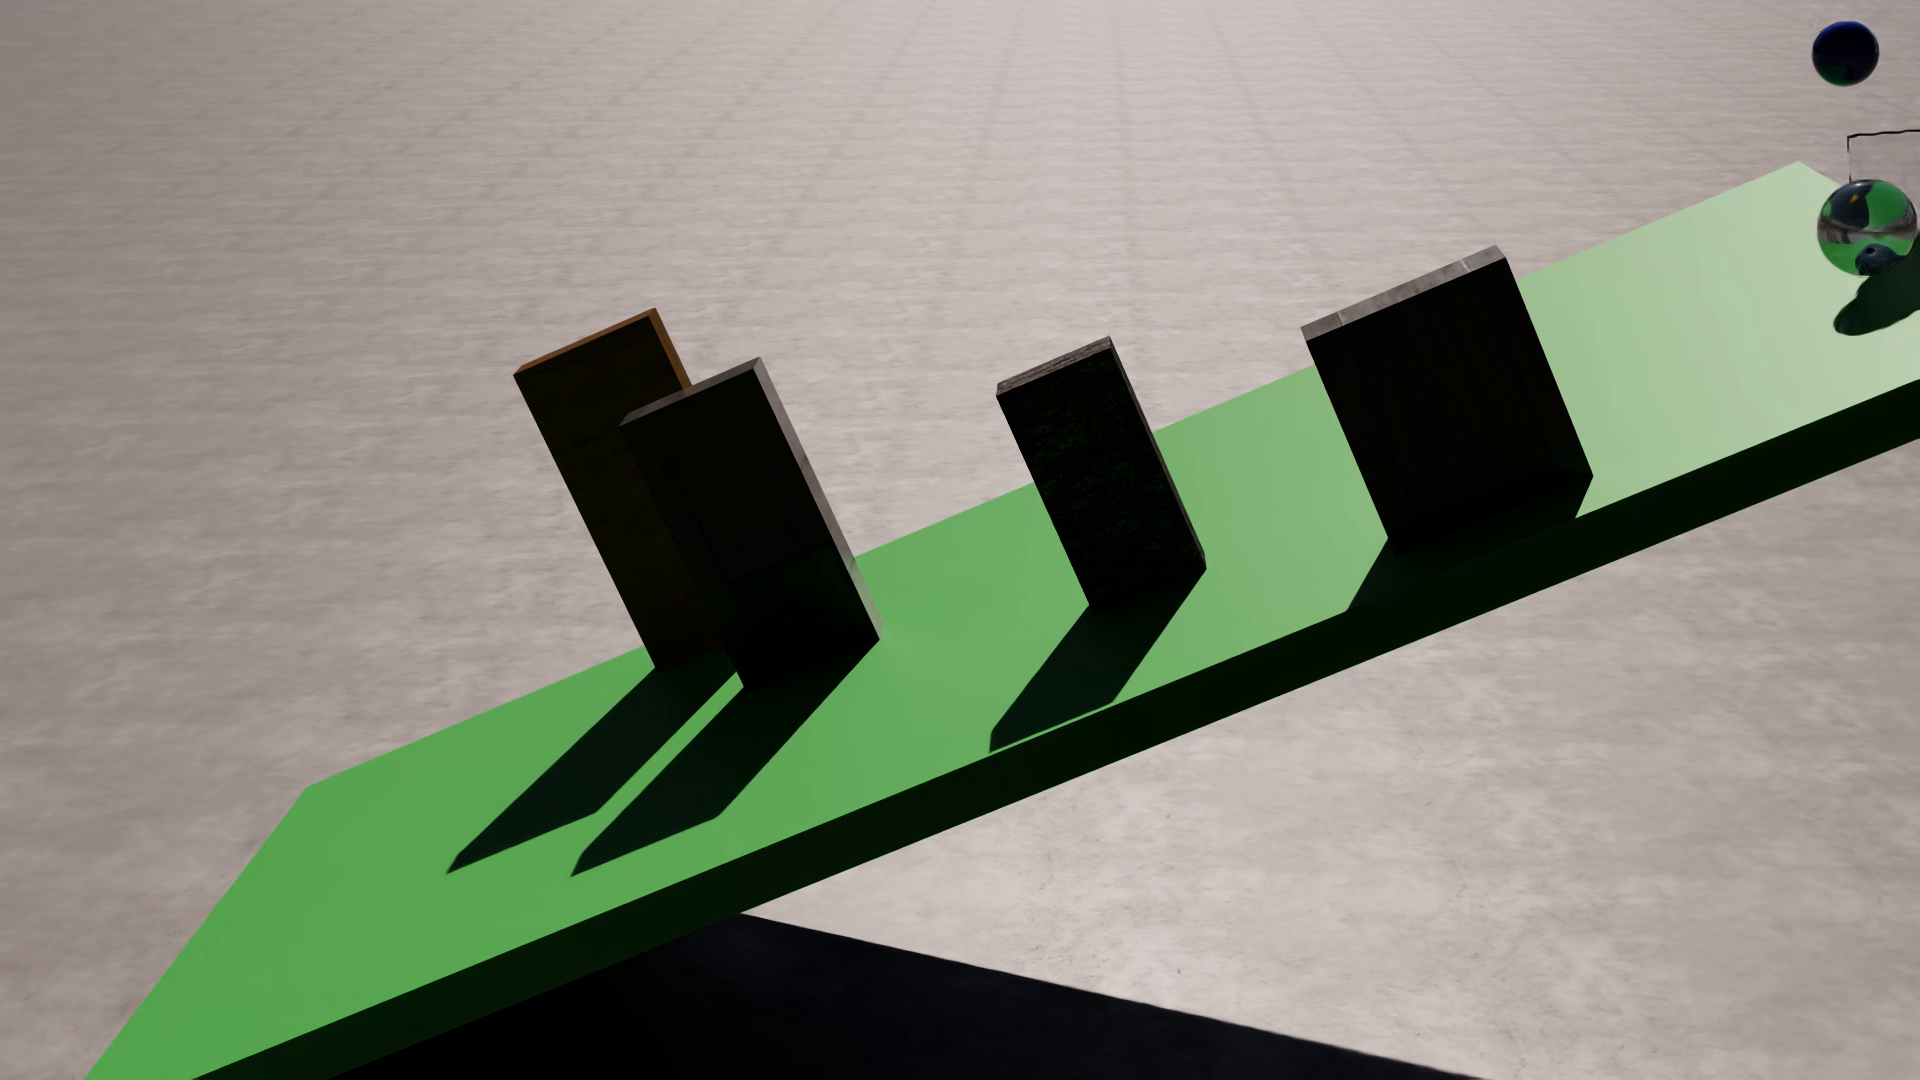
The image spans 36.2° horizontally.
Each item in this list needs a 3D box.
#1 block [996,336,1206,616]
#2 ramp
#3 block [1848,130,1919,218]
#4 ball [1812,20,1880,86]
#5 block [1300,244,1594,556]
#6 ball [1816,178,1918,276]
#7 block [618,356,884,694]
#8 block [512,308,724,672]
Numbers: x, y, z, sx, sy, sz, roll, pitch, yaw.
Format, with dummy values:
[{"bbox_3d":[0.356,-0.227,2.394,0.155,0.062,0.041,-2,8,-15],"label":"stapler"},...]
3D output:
[{"bbox_3d":[0.283,-0.129,5.871,0.244,0.488,0.125,-23,13,8],"label":"block"},{"bbox_3d":[0.131,0.170,6.285,4.000,0.100,2.000,-23,13,8],"label":"ramp"},{"bbox_3d":[1.904,-0.740,5.986,0.176,0.176,0.176,-3,4,18],"label":"block"},{"bbox_3d":[1.811,-0.995,6.018,0.134,0.134,0.134,0,15,0],"label":"ball"},{"bbox_3d":[0.888,-0.255,5.380,0.384,0.437,0.138,-23,13,8],"label":"block"},{"bbox_3d":[1.746,-0.601,5.661,0.188,0.188,0.188,0,15,0],"label":"ball"},{"bbox_3d":[-0.452,-0.031,6.448,0.321,0.659,0.134,-23,13,8],"label":"block"},{"bbox_3d":[-0.721,-0.116,6.987,0.353,0.792,0.111,-23,13,8],"label":"block"}]
